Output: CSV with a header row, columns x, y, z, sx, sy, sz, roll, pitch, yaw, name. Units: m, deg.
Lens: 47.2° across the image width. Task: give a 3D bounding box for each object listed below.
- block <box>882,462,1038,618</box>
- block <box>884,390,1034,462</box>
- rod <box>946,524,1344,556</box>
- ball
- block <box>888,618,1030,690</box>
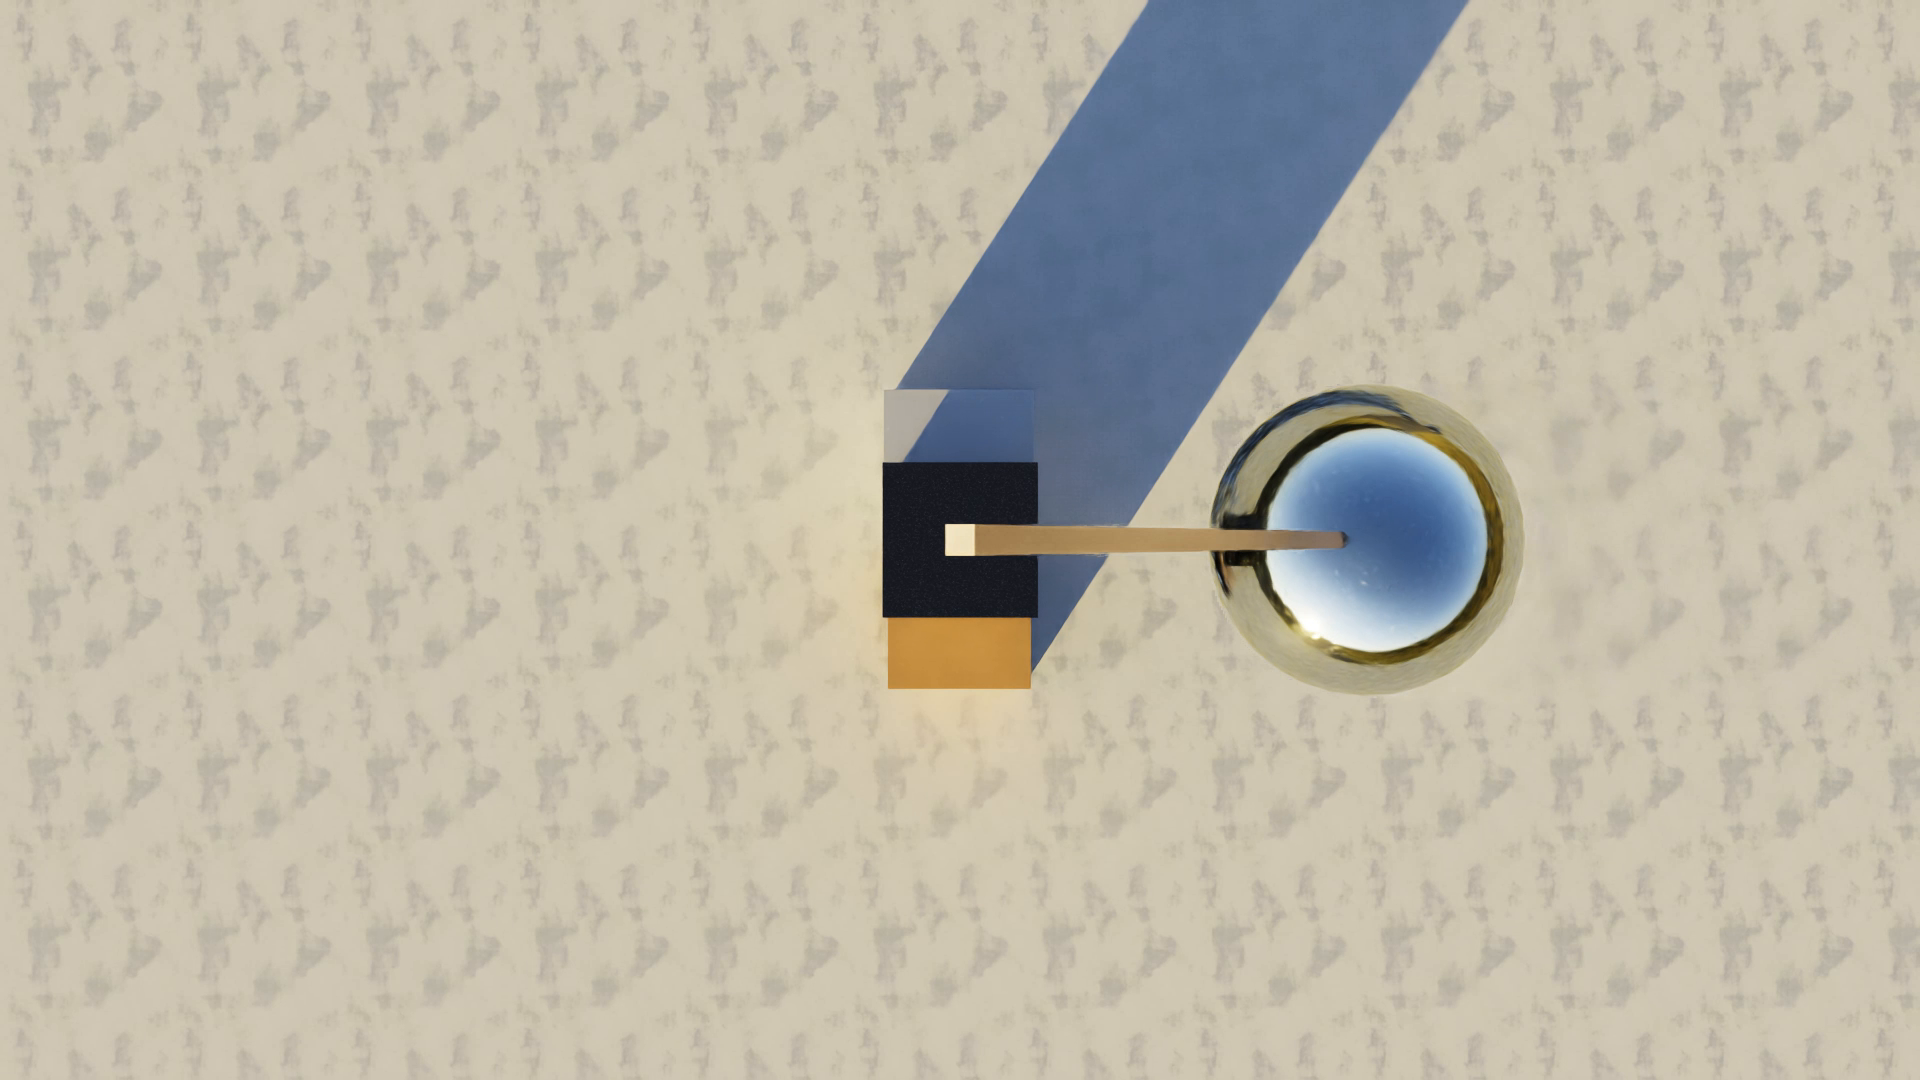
x,y,z,sx,sy,sz,roll,pitch,yaw,name
0.000,0.000,11.066,0.760,0.647,0.759,0,90,0,block
-0.007,-0.387,12.578,0.828,0.843,0.890,0,90,0,block
0.899,0.000,8.085,0.080,5.200,0.080,0,90,20,rod
2.074,0.000,11.276,1.600,1.600,1.600,0,90,0,ball
-0.003,0.450,12.640,0.799,0.721,0.764,0,90,0,block
